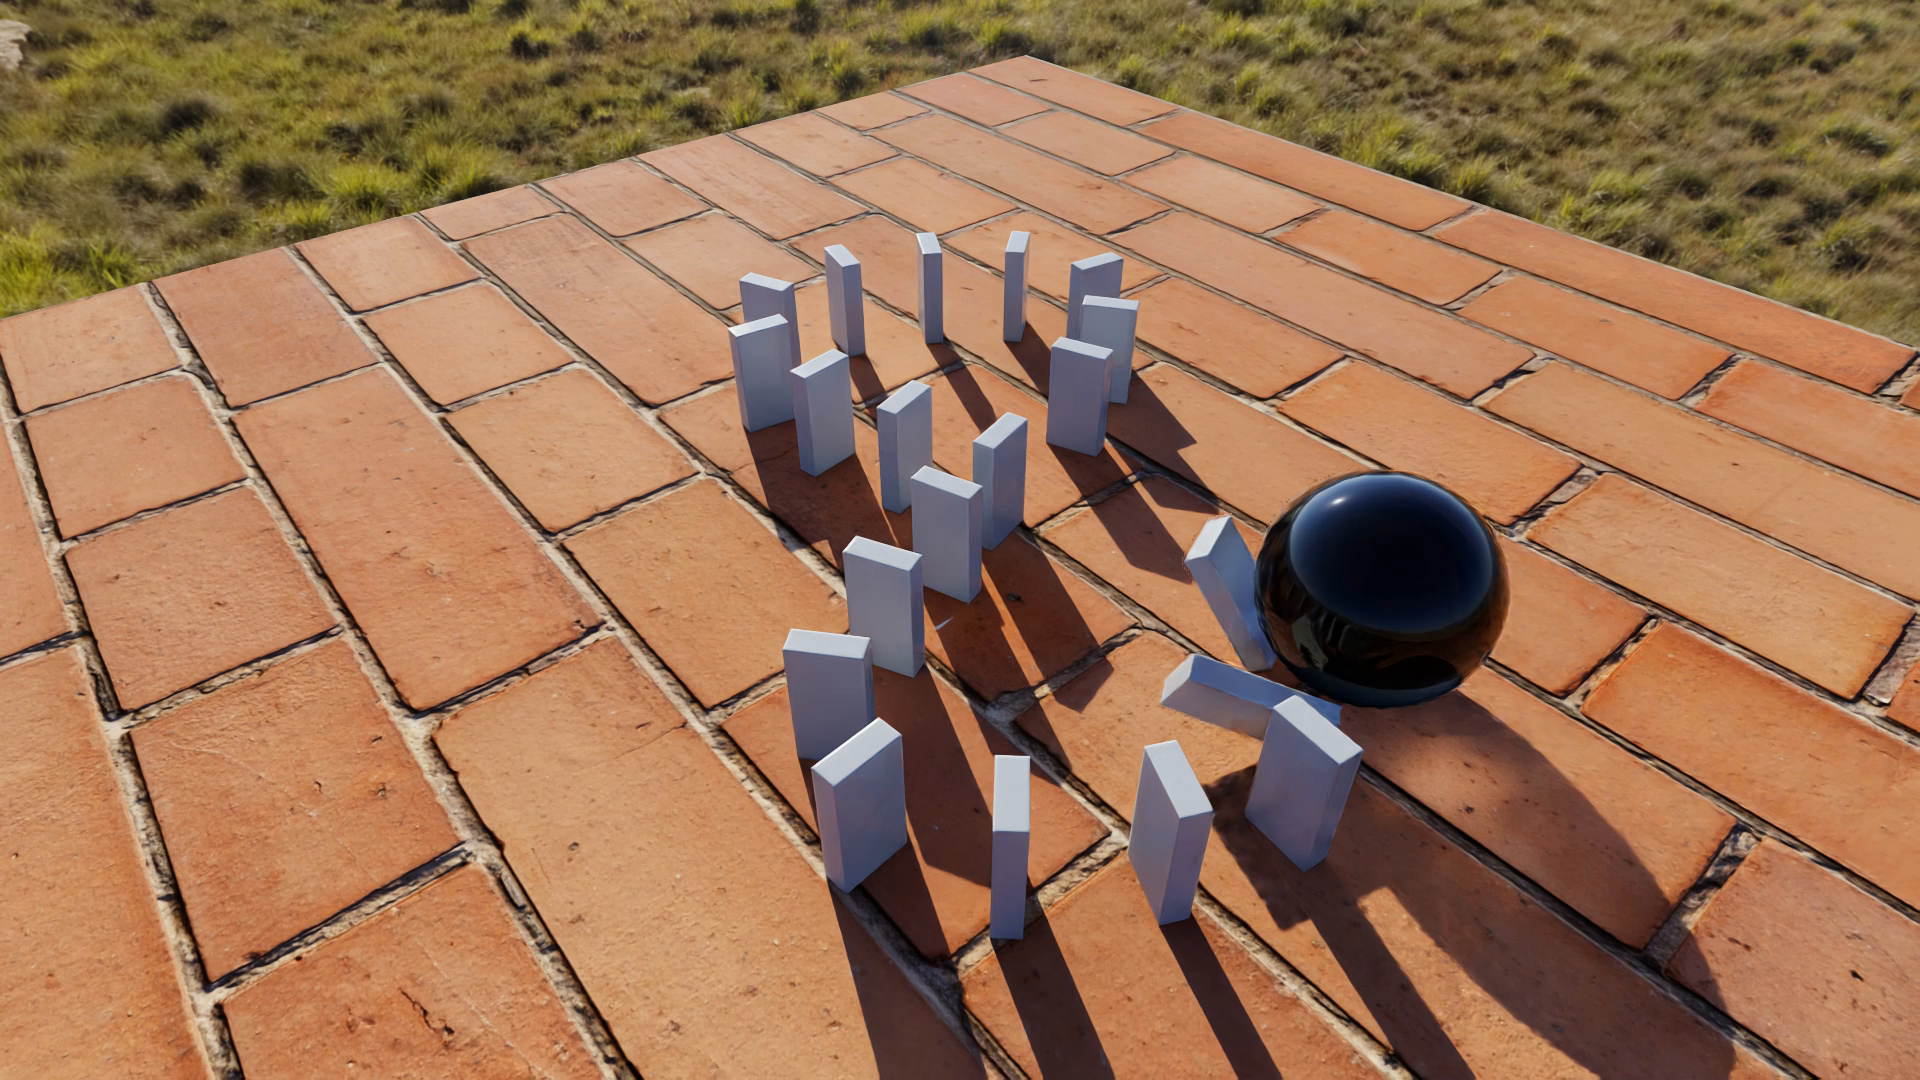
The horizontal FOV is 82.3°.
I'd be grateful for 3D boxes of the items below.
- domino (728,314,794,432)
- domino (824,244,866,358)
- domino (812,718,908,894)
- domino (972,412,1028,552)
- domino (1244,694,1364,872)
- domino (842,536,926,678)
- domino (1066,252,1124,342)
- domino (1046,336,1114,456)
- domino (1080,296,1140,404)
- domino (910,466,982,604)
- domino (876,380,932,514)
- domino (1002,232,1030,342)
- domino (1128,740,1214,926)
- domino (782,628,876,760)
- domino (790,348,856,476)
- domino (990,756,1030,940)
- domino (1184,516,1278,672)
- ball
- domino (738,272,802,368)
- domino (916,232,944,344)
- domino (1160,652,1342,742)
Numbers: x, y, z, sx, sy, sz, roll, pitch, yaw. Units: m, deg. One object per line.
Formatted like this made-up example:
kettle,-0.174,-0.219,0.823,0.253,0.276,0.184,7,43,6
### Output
domino,-0.090,-0.076,0.504,0.025,0.050,0.010,-22,44,-25
domino,-0.058,-0.122,0.560,0.009,0.050,0.025,-18,42,-20
domino,-0.028,0.077,0.317,0.009,0.050,0.025,31,49,32
domino,0.016,-0.023,0.439,0.009,0.050,0.025,23,45,25
domino,0.100,0.072,0.323,0.009,0.050,0.025,-23,45,-25
domino,-0.026,0.024,0.382,0.025,0.050,0.010,16,42,18
domino,0.067,-0.118,0.555,0.025,0.050,0.010,-21,44,-24
domino,0.053,-0.063,0.489,0.025,0.050,0.010,19,43,21
domino,0.069,-0.090,0.521,0.025,0.050,0.009,9,40,10
domino,-0.005,-0.002,0.413,0.025,0.050,0.009,21,44,24
domino,-0.022,-0.038,0.458,0.009,0.050,0.025,22,44,25
domino,0.029,-0.132,0.572,0.010,0.050,0.025,6,40,7
domino,0.058,0.083,0.310,0.009,0.050,0.025,-9,40,-11
domino,-0.041,0.051,0.349,0.025,0.050,0.009,6,40,7
domino,-0.059,-0.055,0.479,0.009,0.050,0.025,29,47,31
domino,0.014,0.086,0.306,0.009,0.050,0.025,2,39,2
domino,0.099,0.019,0.391,0.010,0.050,0.025,-17,23,41
ball,0.140,0.016,0.368,0.080,0.080,0.080,0,39,0
domino,-0.092,-0.103,0.537,0.025,0.050,0.009,19,43,21
domino,-0.016,-0.131,0.571,0.010,0.050,0.025,-6,40,-8
domino,0.093,0.053,0.354,0.050,0.025,0.010,20,61,-2
